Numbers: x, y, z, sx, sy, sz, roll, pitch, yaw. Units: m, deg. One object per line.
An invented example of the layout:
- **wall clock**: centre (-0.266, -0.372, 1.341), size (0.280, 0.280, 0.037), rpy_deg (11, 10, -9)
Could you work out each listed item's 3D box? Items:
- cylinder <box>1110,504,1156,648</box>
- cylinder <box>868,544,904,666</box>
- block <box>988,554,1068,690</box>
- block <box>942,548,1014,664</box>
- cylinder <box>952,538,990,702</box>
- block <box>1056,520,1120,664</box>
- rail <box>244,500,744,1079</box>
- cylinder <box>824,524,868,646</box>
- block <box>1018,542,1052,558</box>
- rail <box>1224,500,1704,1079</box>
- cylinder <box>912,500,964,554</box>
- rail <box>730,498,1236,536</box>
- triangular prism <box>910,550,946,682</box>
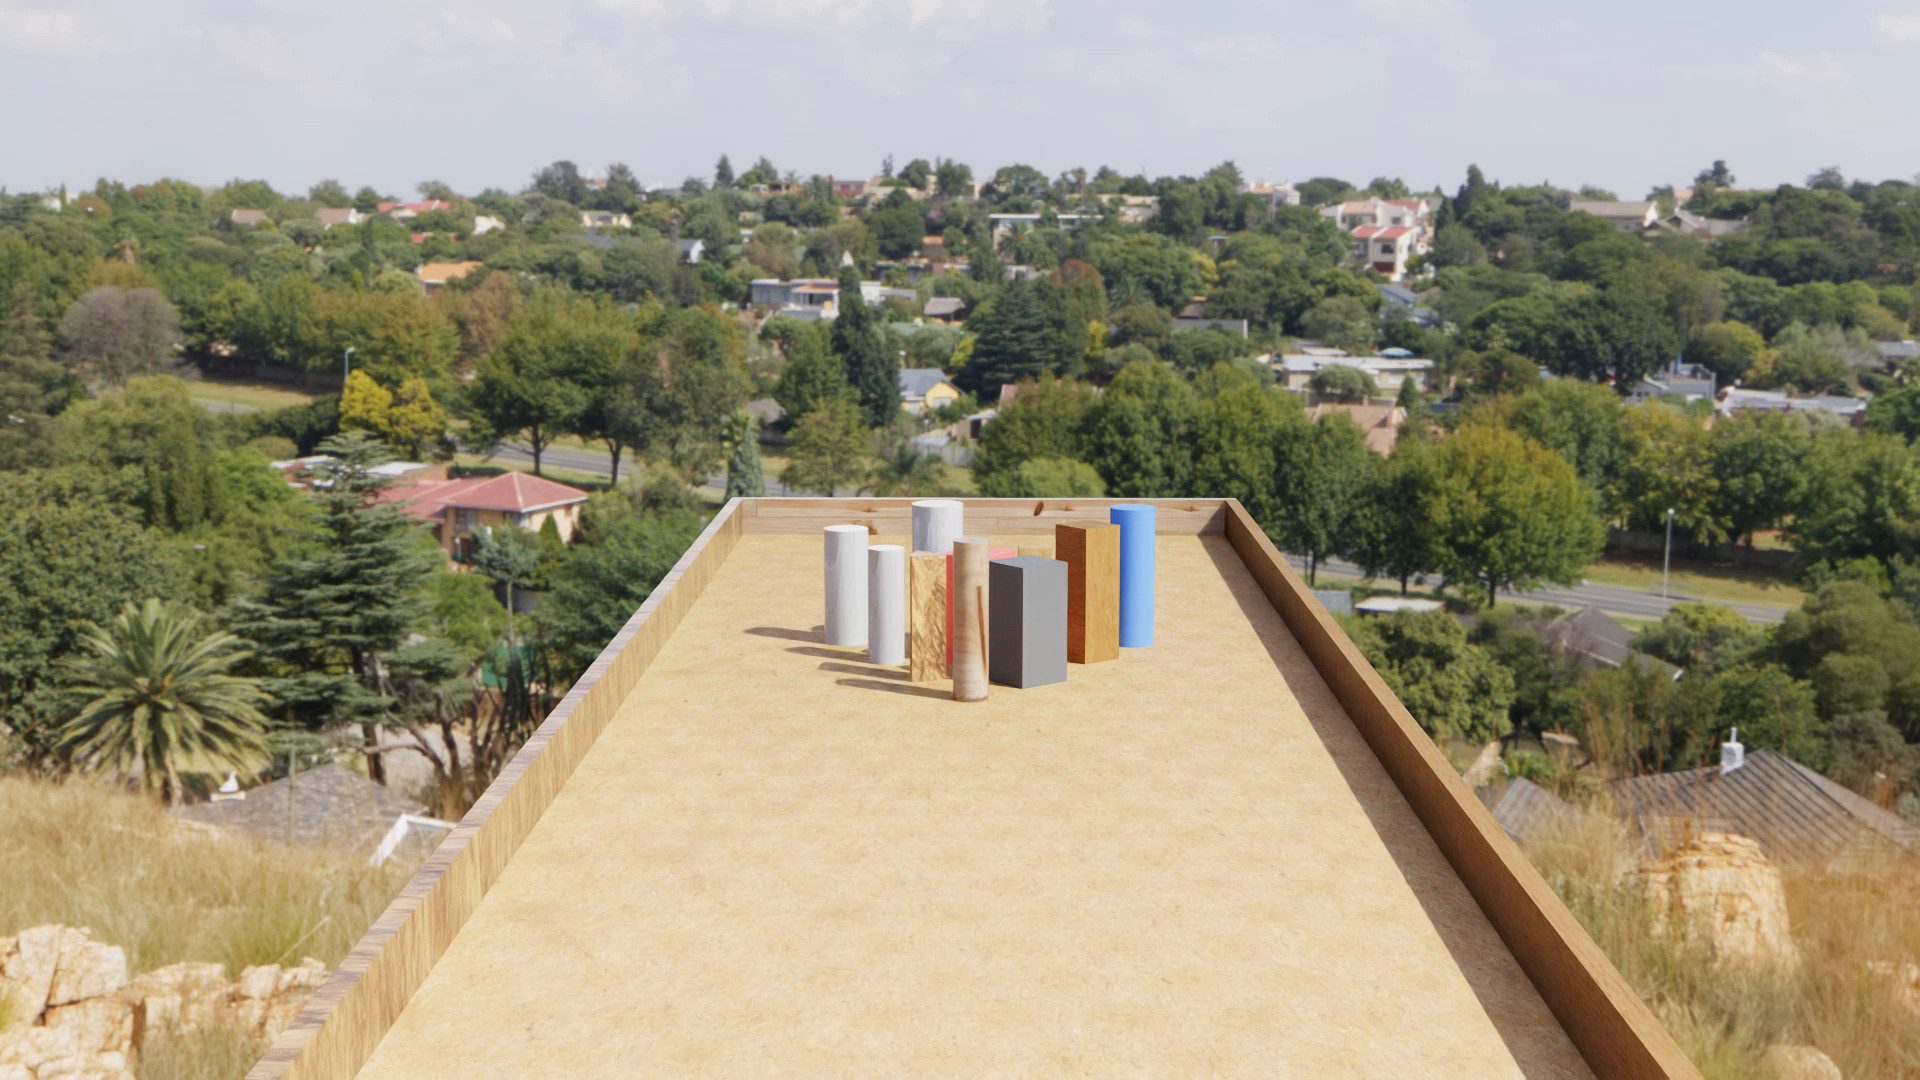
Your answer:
- **cylinder**: centre (0.542, 0.111, 6.919), size (0.142, 0.434, 0.142), rpy_deg (0, 9, 0)
- **cylinder**: centre (-0.223, 0.196, 6.657), size (0.111, 0.350, 0.111), rpy_deg (0, 9, 0)
- **block**: centre (0.192, 0.236, 6.398), size (0.169, 0.352, 0.169), rpy_deg (-7, 11, -38)
- **block**: centre (0.052, 0.202, 6.669), size (0.168, 0.334, 0.168), rpy_deg (5, 10, 28)
- **cylinder**: centre (0.031, 0.223, 6.154), size (0.101, 0.452, 0.101), rpy_deg (0, 9, 0)
- **block**: centre (0.388, 0.157, 6.699), size (0.138, 0.413, 0.138), rpy_deg (-7, 12, -38)
- **rail**: centre (-1.004, 0.839, 3.234), size (0.050, 0.150, 12.000), rpy_deg (0, 9, 1)
- **cylinder**: centre (-0.359, 0.143, 6.946), size (0.141, 0.364, 0.141), rpy_deg (0, 9, 0)
- **block**: centre (0.235, 0.170, 6.952), size (0.102, 0.309, 0.102), rpy_deg (0, 9, 0)
- **rail**: centre (1.046, 0.843, 3.208), size (0.050, 0.150, 12.000), rpy_deg (0, 9, 1)
- **cylinder**: centre (-0.071, 0.104, 6.935), size (0.162, 0.444, 0.162), rpy_deg (0, 9, 0)
- **rail**: centre (0.099, -0.098, 9.147), size (2.100, 0.150, 0.050), rpy_deg (0, 9, 1)
- **triangular prism**: centre (-0.109, 0.220, 6.433), size (0.111, 0.371, 0.097), rpy_deg (-4, 10, -22)
